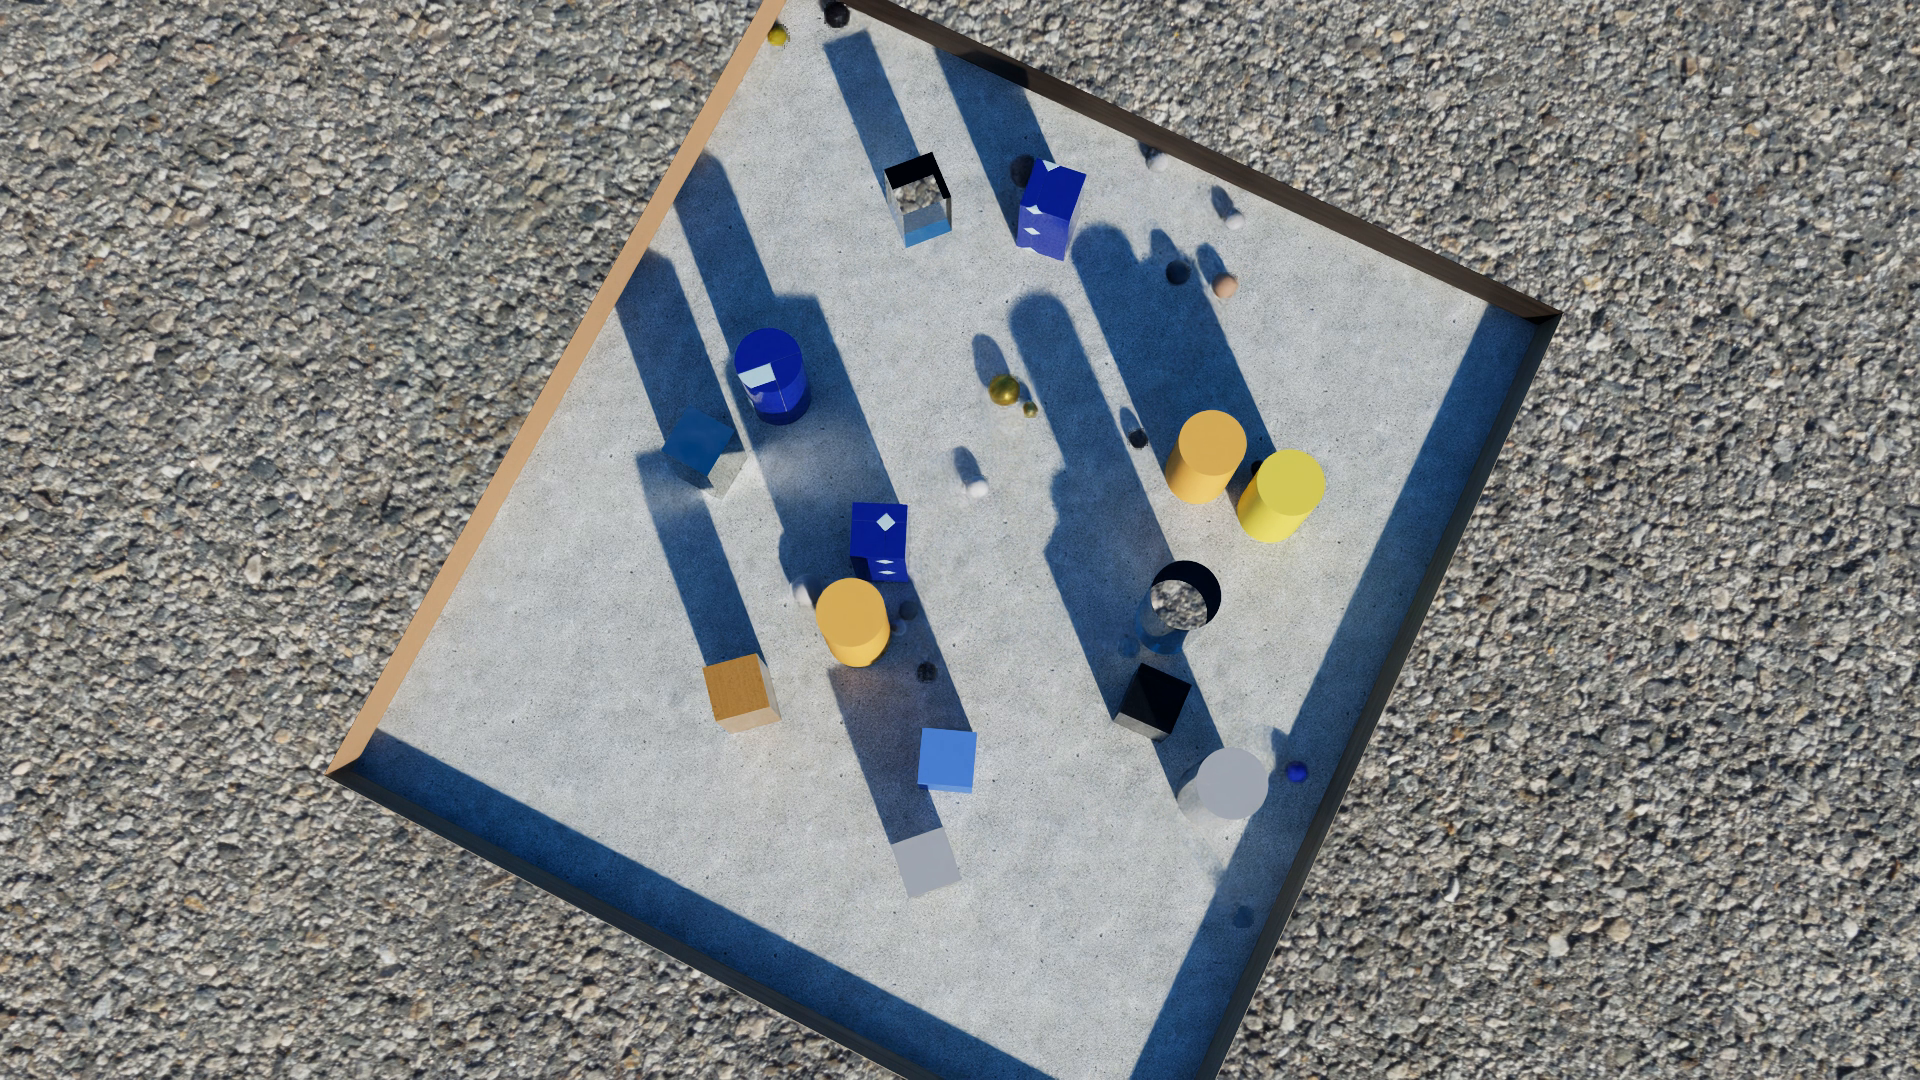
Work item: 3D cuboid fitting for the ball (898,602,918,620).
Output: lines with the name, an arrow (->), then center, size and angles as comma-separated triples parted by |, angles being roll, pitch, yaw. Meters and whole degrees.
ball -> -0.156, 0.214, 5.543 | 0.058, 0.058, 0.058 | 0, 78, 0

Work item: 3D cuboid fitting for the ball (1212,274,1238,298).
ball -> 0.829, -0.796, 5.741 | 0.079, 0.079, 0.079 | 0, 78, 0

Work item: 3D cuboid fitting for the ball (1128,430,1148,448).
ball -> 0.550, -0.310, 5.652 | 0.056, 0.056, 0.056 | 0, 78, 0

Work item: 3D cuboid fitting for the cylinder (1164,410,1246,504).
cylinder -> 0.731, -0.244, 5.481 | 0.197, 0.365, 0.197 | 0, 78, 0

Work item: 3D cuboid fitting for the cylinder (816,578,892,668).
cylinder -> -0.307, 0.246, 5.349 | 0.197, 0.425, 0.197 | 0, 78, 0

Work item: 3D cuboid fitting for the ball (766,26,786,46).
ball -> -0.592, -1.628, 5.920 | 0.065, 0.065, 0.065 | 0, 78, 0

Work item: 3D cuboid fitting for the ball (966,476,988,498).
ball -> 0.051, -0.163, 5.616 | 0.068, 0.068, 0.068 | 0, 78, 0

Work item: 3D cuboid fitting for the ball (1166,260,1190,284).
ball -> 0.683, -0.840, 5.752 | 0.076, 0.076, 0.076 | 0, 78, 0

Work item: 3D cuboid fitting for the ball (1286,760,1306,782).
ball -> 0.998, 0.687, 5.442 | 0.064, 0.064, 0.064 | 0, 78, 0

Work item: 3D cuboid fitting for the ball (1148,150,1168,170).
ball -> 0.632, -1.208, 5.833 | 0.065, 0.065, 0.065 | 0, 78, 0

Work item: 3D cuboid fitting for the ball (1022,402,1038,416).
ball -> 0.217, -0.406, 5.677 | 0.047, 0.047, 0.047 | 0, 78, 0

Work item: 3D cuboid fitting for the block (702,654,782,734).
block -> -0.631, 0.451, 5.339 | 0.157, 0.360, 0.157 | -15, 79, -3

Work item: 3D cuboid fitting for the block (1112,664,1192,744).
block -> 0.562, 0.481, 5.383 | 0.157, 0.262, 0.157 | 24, 79, 5

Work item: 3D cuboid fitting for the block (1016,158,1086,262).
block -> 0.279, -1.014, 5.651 | 0.157, 0.344, 0.157 | 19, 79, 4

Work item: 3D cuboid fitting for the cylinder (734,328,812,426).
cylinder -> -0.560, -0.488, 5.532 | 0.197, 0.365, 0.197 | 0, 78, 0

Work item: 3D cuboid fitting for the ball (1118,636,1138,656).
ball -> 0.509, 0.321, 5.519 | 0.060, 0.060, 0.060 | 0, 78, 0

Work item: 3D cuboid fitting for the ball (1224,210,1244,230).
ball -> 0.863, -1.014, 5.795 | 0.062, 0.062, 0.062 | 0, 78, 0

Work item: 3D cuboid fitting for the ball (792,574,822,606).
ball -> -0.462, 0.150, 5.537 | 0.094, 0.094, 0.094 | 0, 78, 0

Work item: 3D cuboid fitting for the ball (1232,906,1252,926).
ball -> 0.826, 1.100, 5.360 | 0.057, 0.057, 0.057 | 0, 78, 0

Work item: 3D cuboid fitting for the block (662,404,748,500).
block -> -0.764, -0.257, 5.503 | 0.157, 0.328, 0.157 | 29, 80, 6

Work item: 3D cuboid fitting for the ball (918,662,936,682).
ball -> -0.100, 0.396, 5.504 | 0.059, 0.059, 0.059 | 0, 78, 0

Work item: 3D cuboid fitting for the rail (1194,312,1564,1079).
rail -> 1.182, 0.585, 5.429 | 0.045, 0.128, 2.929 | 26, 80, 5

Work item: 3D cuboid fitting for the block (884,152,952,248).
block -> -0.128, -1.053, 5.691 | 0.157, 0.281, 0.157 | -21, 79, -4

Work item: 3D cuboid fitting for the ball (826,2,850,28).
ball -> -0.395, -1.696, 5.926 | 0.082, 0.082, 0.082 | 0, 78, 0

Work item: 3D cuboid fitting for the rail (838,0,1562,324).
rail -> 0.644, -1.255, 5.810 | 2.690, 0.128, 0.045 | 26, 80, 5

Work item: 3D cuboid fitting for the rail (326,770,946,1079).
rail -> -0.644, 1.269, 5.288 | 2.690, 0.128, 0.045 | 26, 80, 5

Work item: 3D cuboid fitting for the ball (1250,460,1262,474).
ball -> 0.919, -0.219, 5.635 | 0.053, 0.053, 0.053 | 0, 78, 0

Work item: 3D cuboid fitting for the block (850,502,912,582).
block -> -0.231, 0.011, 5.416 | 0.157, 0.387, 0.157 | 2, 78, 0

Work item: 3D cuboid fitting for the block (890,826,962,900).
block -> -0.095, 0.934, 5.285 | 0.157, 0.271, 0.157 | -19, 79, -4

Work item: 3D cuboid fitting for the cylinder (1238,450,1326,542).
cylinder -> 0.950, -0.126, 5.448 | 0.197, 0.382, 0.197 | 0, 78, 0

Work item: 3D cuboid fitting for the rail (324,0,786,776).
rail -> -1.182, -0.572, 5.669 | 0.045, 0.128, 2.929 | 26, 80, 5

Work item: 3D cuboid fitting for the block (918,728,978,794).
block -> -0.036, 0.646, 5.352 | 0.157, 0.257, 0.157 | 5, 78, 1

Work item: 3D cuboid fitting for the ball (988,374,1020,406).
ball -> 0.137, -0.461, 5.662 | 0.098, 0.098, 0.098 | 0, 78, 0

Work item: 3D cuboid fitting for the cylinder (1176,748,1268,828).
cylinder -> 0.742, 0.712, 5.228 | 0.197, 0.473, 0.197 | 0, 78, 0

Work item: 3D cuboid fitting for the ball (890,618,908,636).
ball -> -0.185, 0.263, 5.536 | 0.051, 0.051, 0.051 | 0, 78, 0

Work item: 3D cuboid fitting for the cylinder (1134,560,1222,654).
cylinder -> 0.628, 0.202, 5.327 | 0.197, 0.486, 0.197 | 0, 78, 0

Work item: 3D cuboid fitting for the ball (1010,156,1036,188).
ball -> 0.207, -1.165, 5.808 | 0.098, 0.098, 0.098 | 0, 78, 0
